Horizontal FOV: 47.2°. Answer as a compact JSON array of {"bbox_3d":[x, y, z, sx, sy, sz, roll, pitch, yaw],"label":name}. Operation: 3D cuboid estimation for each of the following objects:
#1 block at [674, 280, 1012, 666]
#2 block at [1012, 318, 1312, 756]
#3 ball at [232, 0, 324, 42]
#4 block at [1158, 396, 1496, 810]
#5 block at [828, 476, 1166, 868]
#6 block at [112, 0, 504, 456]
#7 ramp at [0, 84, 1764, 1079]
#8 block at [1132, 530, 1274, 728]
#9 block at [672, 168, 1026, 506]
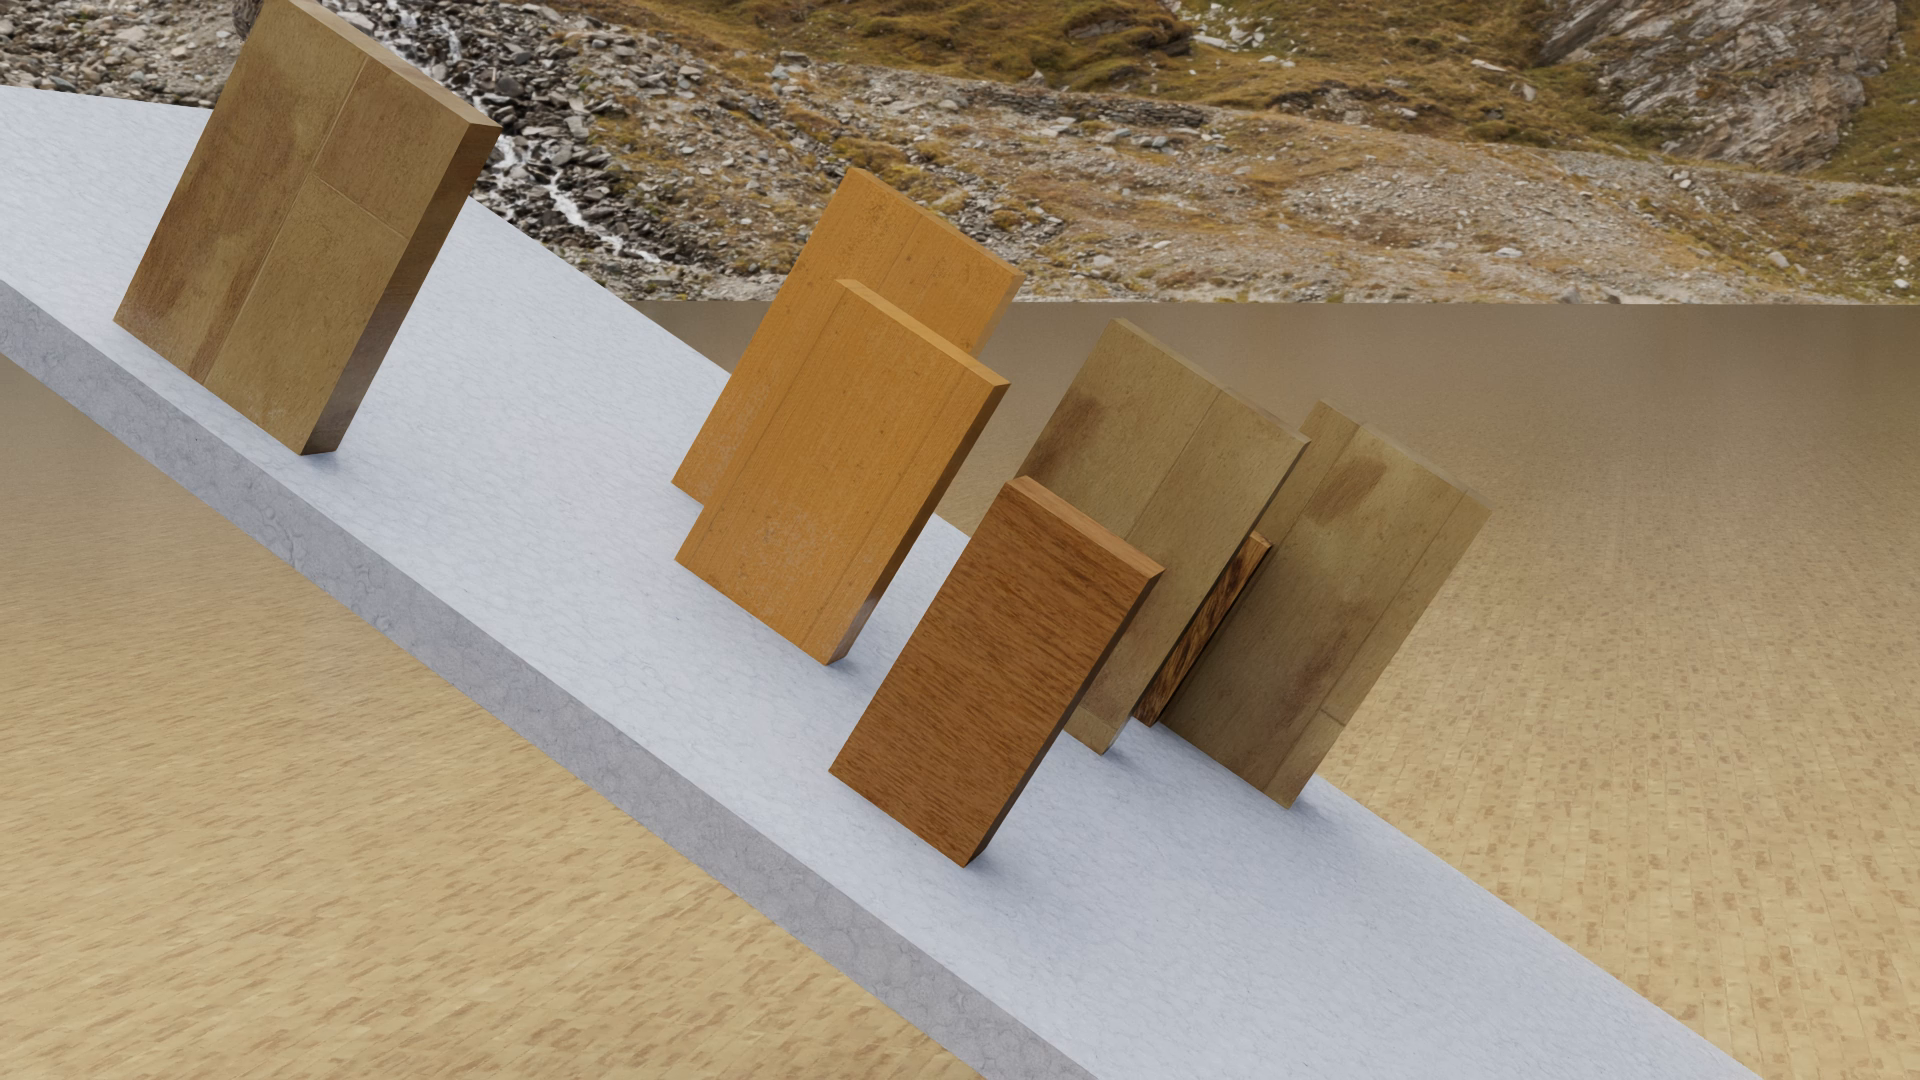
[{"bbox_3d":[-0.209,-0.118,3.844,0.335,0.581,0.105,34,15,11],"label":"block"},{"bbox_3d":[0.292,-0.006,4.210,0.429,0.716,0.102,34,15,11],"label":"block"},{"bbox_3d":[-1.419,-1.098,4.577,0.185,0.185,0.185,0,7,0],"label":"ball"},{"bbox_3d":[0.723,0.130,4.565,0.410,0.747,0.147,34,15,11],"label":"block"},{"bbox_3d":[0.054,0.203,3.401,0.261,0.545,0.118,34,15,11],"label":"block"},{"bbox_3d":[-1.019,-0.488,3.418,0.392,0.592,0.101,34,15,11],"label":"block"},{"bbox_3d":[-0.150,0.249,4.111,4.000,0.100,2.000,34,15,11],"label":"ramp"},{"bbox_3d":[0.402,0.109,4.576,0.309,0.451,0.141,34,15,11],"label":"block"},{"bbox_3d":[-0.218,-0.302,4.179,0.378,0.705,0.081,34,15,11],"label":"block"}]
